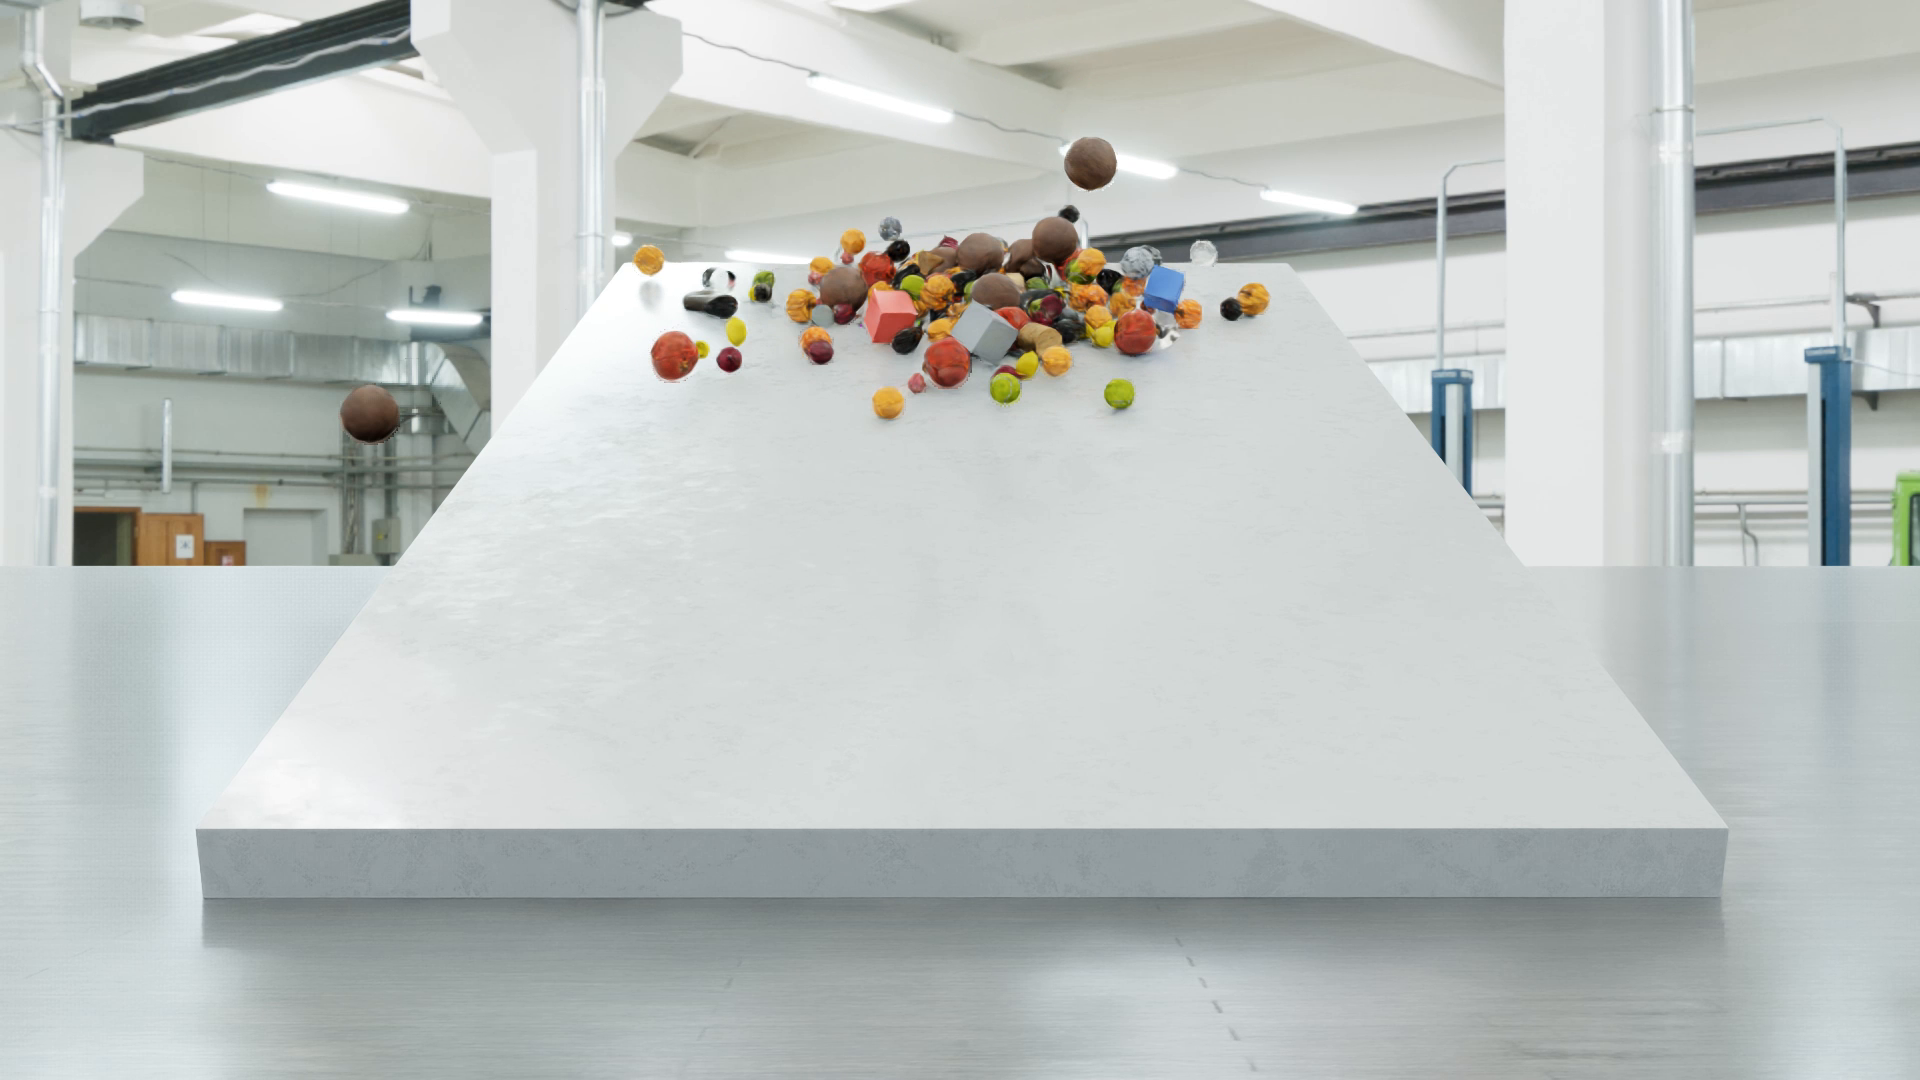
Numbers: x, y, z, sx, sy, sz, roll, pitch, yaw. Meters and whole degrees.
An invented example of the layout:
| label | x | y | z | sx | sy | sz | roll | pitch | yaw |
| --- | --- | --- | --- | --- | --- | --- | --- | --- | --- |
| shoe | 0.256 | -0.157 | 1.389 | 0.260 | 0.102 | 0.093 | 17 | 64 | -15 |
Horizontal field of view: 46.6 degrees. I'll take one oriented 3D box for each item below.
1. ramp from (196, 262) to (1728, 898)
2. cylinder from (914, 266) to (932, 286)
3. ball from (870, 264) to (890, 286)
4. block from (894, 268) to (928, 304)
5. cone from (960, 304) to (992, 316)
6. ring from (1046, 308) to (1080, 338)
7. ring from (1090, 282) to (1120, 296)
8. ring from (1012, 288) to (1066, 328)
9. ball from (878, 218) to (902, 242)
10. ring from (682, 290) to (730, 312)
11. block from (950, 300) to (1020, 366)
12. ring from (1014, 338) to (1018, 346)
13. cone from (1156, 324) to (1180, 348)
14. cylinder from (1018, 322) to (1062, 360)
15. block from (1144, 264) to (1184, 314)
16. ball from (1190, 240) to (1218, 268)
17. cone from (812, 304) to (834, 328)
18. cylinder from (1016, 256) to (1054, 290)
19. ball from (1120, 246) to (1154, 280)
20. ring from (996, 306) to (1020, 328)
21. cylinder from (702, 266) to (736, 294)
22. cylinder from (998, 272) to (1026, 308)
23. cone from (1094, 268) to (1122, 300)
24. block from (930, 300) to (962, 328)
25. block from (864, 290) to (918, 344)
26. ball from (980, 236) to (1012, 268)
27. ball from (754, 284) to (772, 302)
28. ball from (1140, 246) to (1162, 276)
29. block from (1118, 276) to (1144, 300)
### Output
| label | x | y | z | sx | sy | sz | roll | pitch | yaw |
| --- | --- | --- | --- | --- | --- | --- | --- | --- | --- |
| ramp | -0.003 | -0.182 | 4.831 | 2.000 | 0.100 | 4.000 | 0 | 18 | 0 |
| cylinder | -0.119 | -0.723 | 6.230 | 0.057 | 0.057 | 0.057 | 0 | -37 | -43 |
| ball | -0.228 | -0.755 | 6.360 | 0.062 | 0.062 | 0.062 | 0 | -1 | 0 |
| block | -0.136 | -0.696 | 6.096 | 0.082 | 0.082 | 0.082 | 10 | 7 | -7 |
| cone | 0.049 | -0.527 | 5.485 | 0.083 | 0.083 | 0.083 | -16 | 11 | 3 |
| ring | 0.262 | -0.554 | 5.711 | 0.094 | 0.031 | 0.094 | -18 | -33 | -13 |
| ring | 0.418 | -0.708 | 6.265 | 0.111 | 0.037 | 0.111 | -1 | 14 | 0 |
| ring | 0.207 | -0.597 | 5.817 | 0.146 | 0.146 | 0.049 | 0 | -40 | -6 |
| ball | -0.196 | -0.870 | 6.243 | 0.067 | 0.067 | 0.067 | 0 | -1 | 0 |
| ring | -0.693 | -0.652 | 6.075 | 0.129 | 0.043 | 0.129 | -1 | 17 | 0 |
| block | 0.061 | -0.502 | 5.411 | 0.100 | 0.100 | 0.100 | 24 | 16 | -45 |
| ring | 0.161 | -0.511 | 5.661 | 0.079 | 0.026 | 0.079 | -1 | 18 | 0 |
| cone | 0.503 | -0.517 | 5.533 | 0.059 | 0.059 | 0.059 | 47 | -24 | -24 |
| cylinder | 0.198 | -0.492 | 5.515 | 0.079 | 0.079 | 0.079 | 0 | 15 | -33 |
| block | 0.540 | -0.663 | 5.907 | 0.084 | 0.084 | 0.084 | 19 | -15 | 9 |
| ball | 0.726 | -0.853 | 6.651 | 0.081 | 0.081 | 0.081 | 0 | -1 | 0 |
| cone | -0.375 | -0.578 | 5.864 | 0.067 | 0.067 | 0.067 | 0 | -12 | -31 |
| cylinder | 0.209 | -0.742 | 6.260 | 0.093 | 0.093 | 0.093 | 0 | 21 | 14 |
| ball | 0.471 | -0.736 | 5.940 | 0.088 | 0.088 | 0.088 | 0 | -1 | 0 |
| ring | 0.137 | -0.585 | 5.869 | 0.094 | 0.031 | 0.094 | -4 | 32 | 3 |
| cylinder | -0.678 | -0.730 | 6.275 | 0.070 | 0.070 | 0.070 | 0 | 13 | -43 |
| cylinder | 0.143 | -0.666 | 5.985 | 0.070 | 0.070 | 0.070 | -8 | -33 | -5 |
| cone | 0.403 | -0.694 | 6.161 | 0.081 | 0.081 | 0.081 | 10 | -20 | 4 |
| block | -0.038 | -0.595 | 5.861 | 0.060 | 0.060 | 0.060 | 6 | 18 | 32 |
| block | -0.175 | -0.563 | 5.626 | 0.094 | 0.094 | 0.094 | 1 | 42 | -22 |
| ball | 0.099 | -0.794 | 6.157 | 0.086 | 0.086 | 0.086 | 0 | -1 | 0 |
| ball | -0.542 | -0.680 | 6.139 | 0.052 | 0.052 | 0.052 | 0 | -1 | 0 |
| ball | 0.545 | -0.816 | 6.518 | 0.090 | 0.090 | 0.090 | 0 | -1 | 0 |
| block | 0.475 | -0.704 | 6.198 | 0.052 | 0.052 | 0.052 | -13 | 31 | -24 |
